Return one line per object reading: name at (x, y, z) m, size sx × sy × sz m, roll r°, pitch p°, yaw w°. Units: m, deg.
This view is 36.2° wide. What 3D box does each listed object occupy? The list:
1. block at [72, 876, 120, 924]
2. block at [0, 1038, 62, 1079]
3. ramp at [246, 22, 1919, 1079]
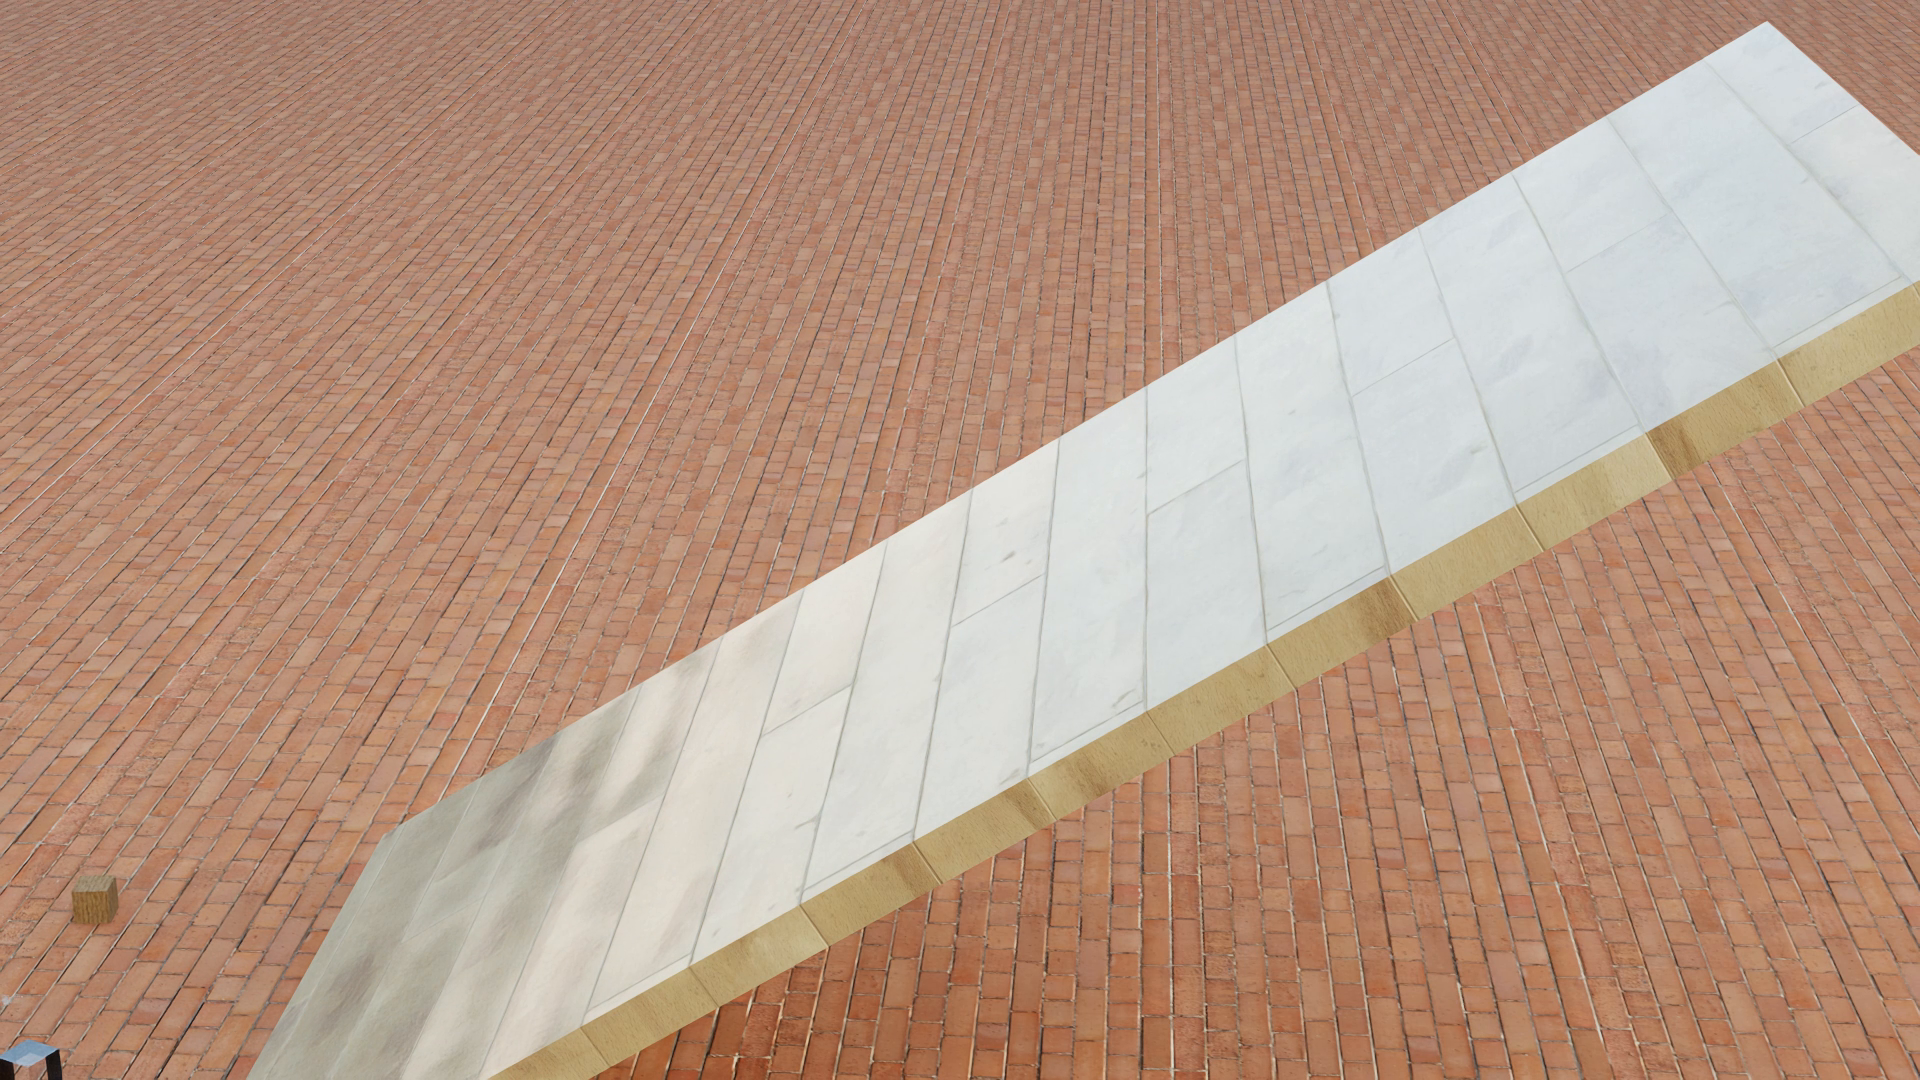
block at (-2.182, 0.907, 7.421) m, size 0.090 × 0.090 × 0.090 m, roll -1°, pitch 20°, yaw -2°
block at (-2.091, 1.196, 6.617) m, size 0.095 × 0.095 × 0.095 m, roll 10°, pitch 22°, yaw 26°
ramp at (0.140, 0.170, 6.293) m, size 4.000 × 0.100 × 2.000 m, roll -30°, pitch 15°, yaw 13°
